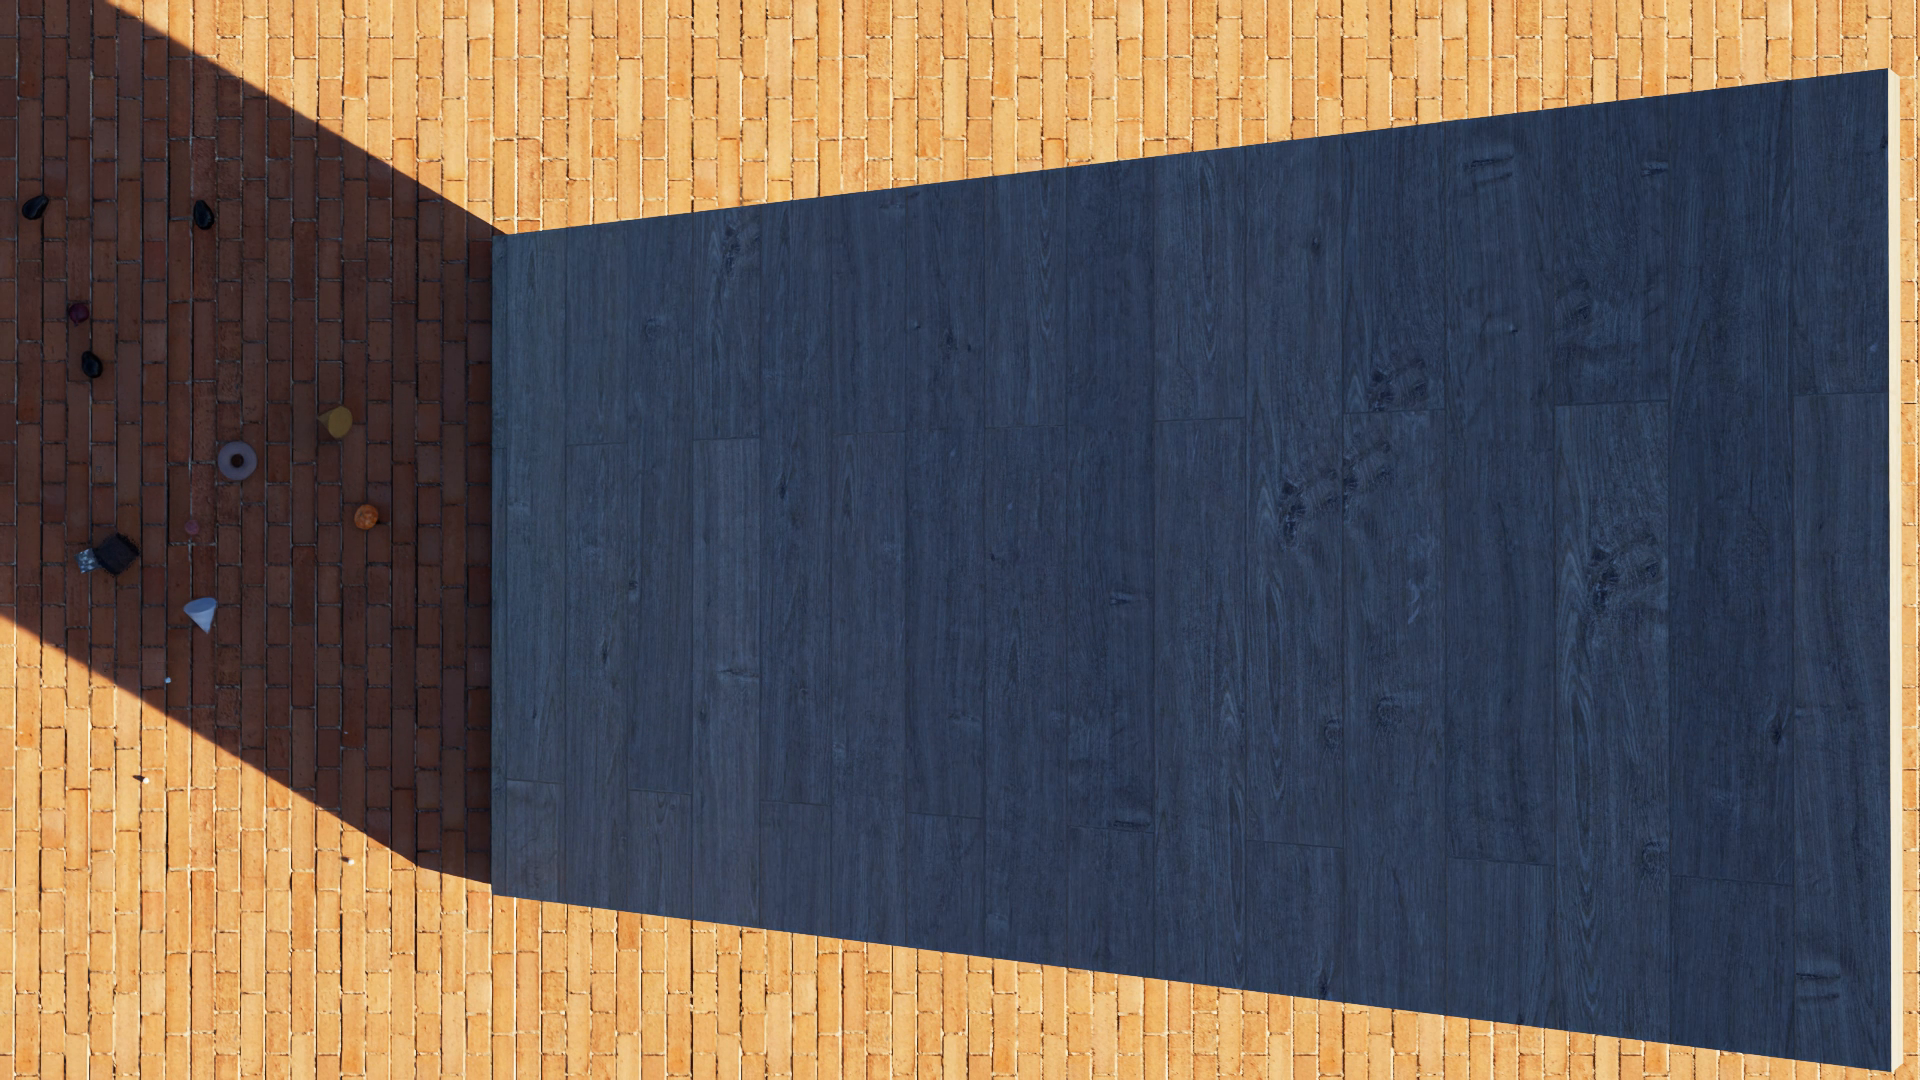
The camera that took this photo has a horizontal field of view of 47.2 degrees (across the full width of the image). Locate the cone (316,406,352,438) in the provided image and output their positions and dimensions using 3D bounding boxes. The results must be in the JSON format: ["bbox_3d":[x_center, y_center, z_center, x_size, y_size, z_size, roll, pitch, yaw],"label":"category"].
[{"bbox_3d":[-1.938,-0.368,6.741,0.098,0.098,0.098,12,90,27],"label":"cone"}]

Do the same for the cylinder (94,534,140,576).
[{"bbox_3d":[-2.573,0.043,6.714,0.091,0.091,0.091,-44,90,0],"label":"cylinder"}]

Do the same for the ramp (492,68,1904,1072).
[{"bbox_3d":[0.244,0.067,5.569,4.000,0.100,2.000,0,89,35],"label":"ramp"}]

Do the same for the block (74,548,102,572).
[{"bbox_3d":[-2.662,0.062,6.730,0.058,0.058,0.058,-24,90,0],"label":"block"}]

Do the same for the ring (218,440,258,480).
[{"bbox_3d":[-2.214,-0.243,6.742,0.122,0.041,0.122,0,89,1],"label":"ring"}]

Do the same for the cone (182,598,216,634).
[{"bbox_3d":[-2.317,0.244,6.736,0.100,0.100,0.100,-5,116,0],"label":"cone"}]
